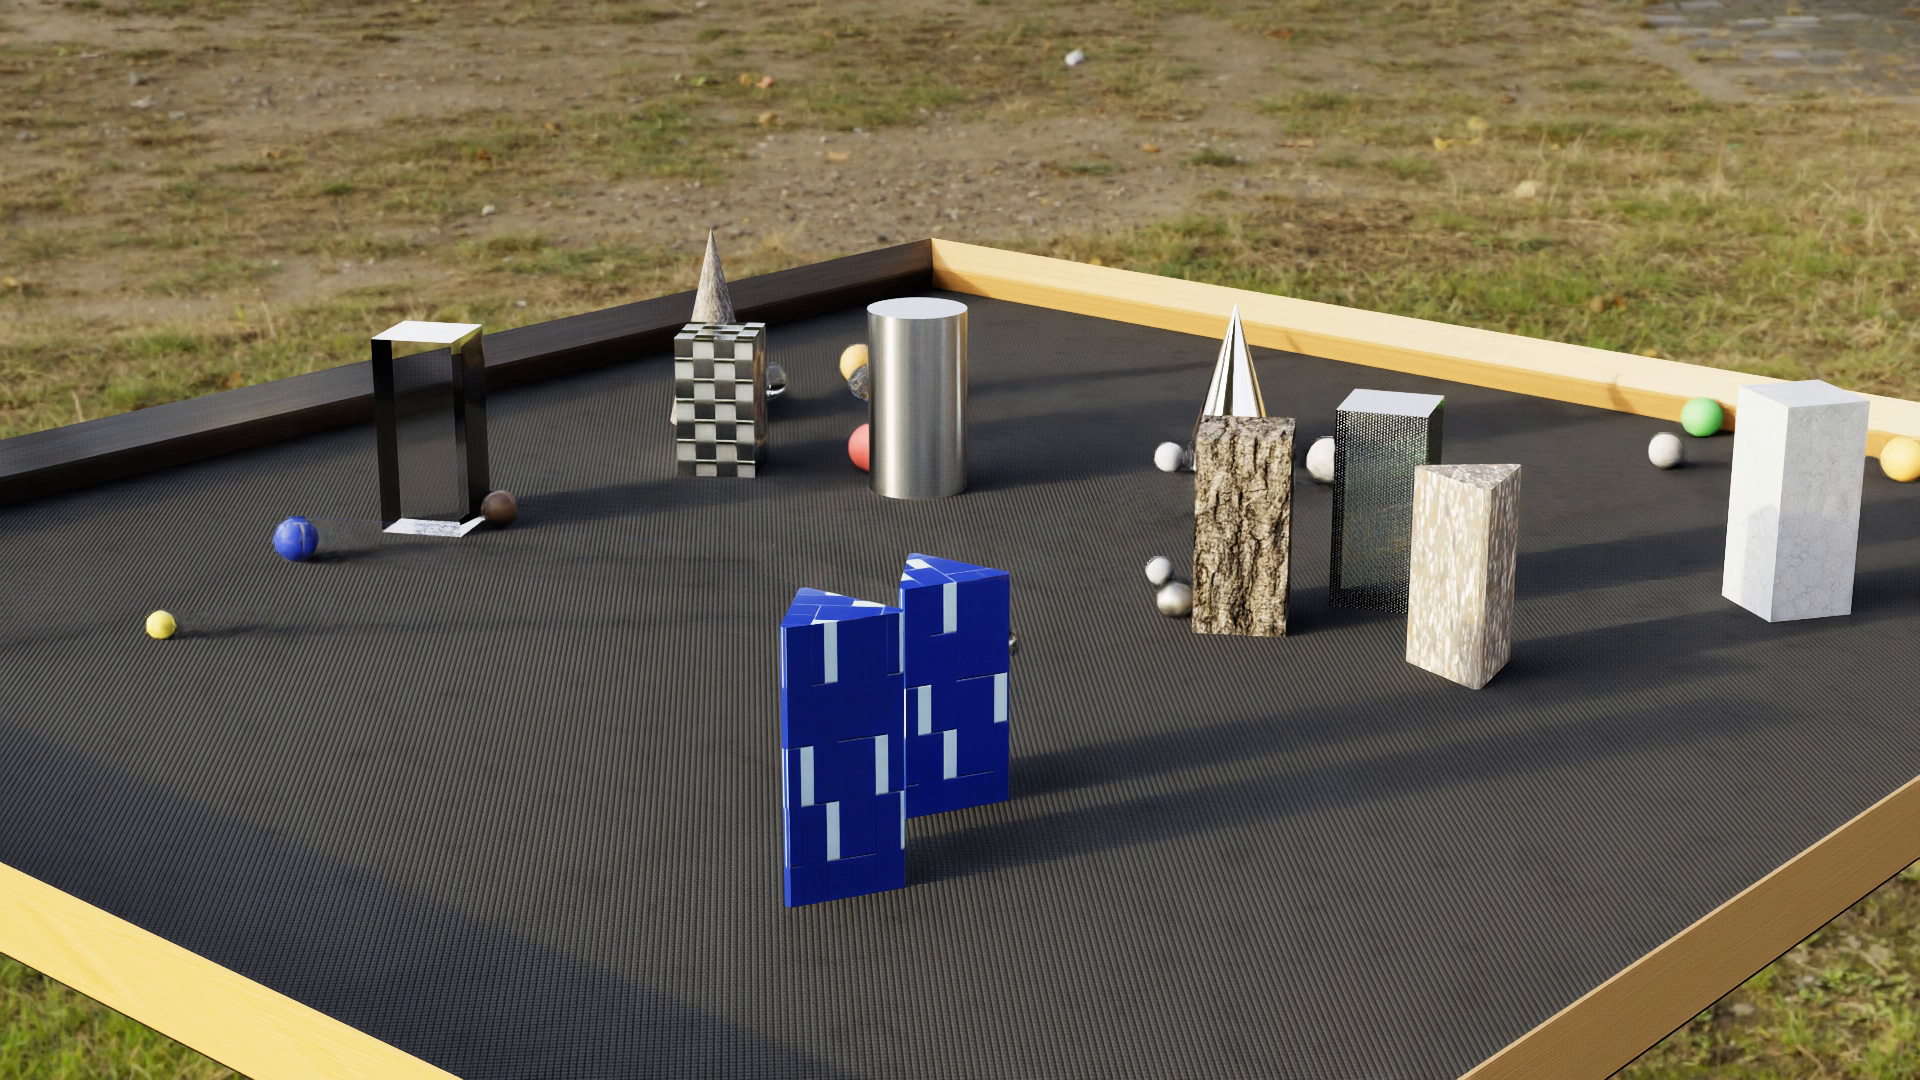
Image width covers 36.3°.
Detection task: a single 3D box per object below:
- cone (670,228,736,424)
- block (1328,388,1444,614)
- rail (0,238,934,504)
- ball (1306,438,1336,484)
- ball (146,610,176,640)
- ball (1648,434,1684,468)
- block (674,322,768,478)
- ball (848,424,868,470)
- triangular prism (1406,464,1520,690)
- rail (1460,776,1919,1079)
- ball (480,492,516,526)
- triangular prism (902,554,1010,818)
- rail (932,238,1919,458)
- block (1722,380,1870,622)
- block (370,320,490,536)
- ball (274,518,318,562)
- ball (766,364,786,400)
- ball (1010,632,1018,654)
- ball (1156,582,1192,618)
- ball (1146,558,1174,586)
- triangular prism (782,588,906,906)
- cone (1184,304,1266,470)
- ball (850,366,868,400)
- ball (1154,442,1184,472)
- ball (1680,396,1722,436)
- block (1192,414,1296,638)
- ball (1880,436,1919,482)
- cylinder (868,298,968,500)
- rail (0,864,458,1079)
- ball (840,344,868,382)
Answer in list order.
[{"bbox_3d":[-0.526,-0.461,6.255,0.195,0.418,0.195,0,17,0],"label":"cone"},{"bbox_3d":[0.737,-0.068,5.068,0.156,0.349,0.156,6,18,18],"label":"block"},{"bbox_3d":[-1.316,-0.298,6.214,0.045,0.127,3.843,14,22,39],"label":"rail"},{"bbox_3d":[0.732,-0.157,5.811,0.091,0.091,0.091,0,17,0],"label":"ball"},{"bbox_3d":[-1.334,0.142,4.893,0.048,0.048,0.048,0,17,0],"label":"ball"},{"bbox_3d":[1.425,-0.179,5.923,0.069,0.069,0.069,0,17,0],"label":"ball"},{"bbox_3d":[-0.479,-0.284,5.903,0.156,0.281,0.156,2,17,6],"label":"block"},{"bbox_3d":[-0.175,-0.187,5.901,0.098,0.098,0.098,0,17,0],"label":"ball"},{"bbox_3d":[0.837,0.048,4.718,0.146,0.330,0.169,-11,20,-31],"label":"triangular prism"},{"bbox_3d":[1.316,0.362,4.026,0.045,0.127,3.843,14,22,39],"label":"rail"},{"bbox_3d":[-0.872,-0.059,5.534,0.064,0.064,0.064,0,17,0],"label":"ball"},{"bbox_3d":[-0.037,0.201,4.193,0.169,0.340,0.146,-8,19,-25],"label":"triangular prism"},{"bbox_3d":[1.244,-0.382,6.492,3.532,0.127,0.045,14,22,39],"label":"rail"},{"bbox_3d":[1.430,-0.068,5.023,0.156,0.377,0.156,-5,17,-16],"label":"block"},{"bbox_3d":[-0.990,-0.210,5.503,0.156,0.370,0.156,4,17,12],"label":"block"},{"bbox_3d":[-1.203,0.000,5.310,0.080,0.080,0.080,0,17,0],"label":"ball"},{"bbox_3d":[-0.424,-0.349,6.469,0.079,0.079,0.079,0,17,0],"label":"ball"},{"bbox_3d":[0.071,0.168,4.812,0.045,0.045,0.045,0,17,0],"label":"ball"},{"bbox_3d":[0.367,0.102,5.000,0.063,0.063,0.063,0,17,0],"label":"ball"},{"bbox_3d":[0.354,0.056,5.180,0.048,0.048,0.048,0,17,0],"label":"ball"},{"bbox_3d":[-0.179,0.268,3.891,0.169,0.387,0.146,-7,18,-23],"label":"triangular prism"},{"bbox_3d":[0.553,-0.317,5.919,0.195,0.335,0.195,0,17,0],"label":"cone"},{"bbox_3d":[-0.207,-0.348,6.470,0.076,0.076,0.076,0,17,0],"label":"ball"},{"bbox_3d":[0.422,-0.166,5.894,0.060,0.060,0.060,0,17,0],"label":"ball"},{"bbox_3d":[1.558,-0.259,6.161,0.084,0.084,0.084,0,17,0],"label":"ball"},{"bbox_3d":[0.479,-0.025,4.945,0.156,0.339,0.156,3,17,9],"label":"block"},{"bbox_3d":[1.876,-0.160,5.826,0.089,0.089,0.089,0,17,0],"label":"ball"},{"bbox_3d":[-0.083,-0.279,5.753,0.195,0.359,0.195,0,17,0],"label":"cylinder"},{"bbox_3d":[-1.244,0.445,3.748,3.532,0.127,0.045,14,22,39],"label":"rail"},{"bbox_3d":[-0.226,-0.395,6.602,0.090,0.090,0.090,0,17,0],"label":"ball"}]
